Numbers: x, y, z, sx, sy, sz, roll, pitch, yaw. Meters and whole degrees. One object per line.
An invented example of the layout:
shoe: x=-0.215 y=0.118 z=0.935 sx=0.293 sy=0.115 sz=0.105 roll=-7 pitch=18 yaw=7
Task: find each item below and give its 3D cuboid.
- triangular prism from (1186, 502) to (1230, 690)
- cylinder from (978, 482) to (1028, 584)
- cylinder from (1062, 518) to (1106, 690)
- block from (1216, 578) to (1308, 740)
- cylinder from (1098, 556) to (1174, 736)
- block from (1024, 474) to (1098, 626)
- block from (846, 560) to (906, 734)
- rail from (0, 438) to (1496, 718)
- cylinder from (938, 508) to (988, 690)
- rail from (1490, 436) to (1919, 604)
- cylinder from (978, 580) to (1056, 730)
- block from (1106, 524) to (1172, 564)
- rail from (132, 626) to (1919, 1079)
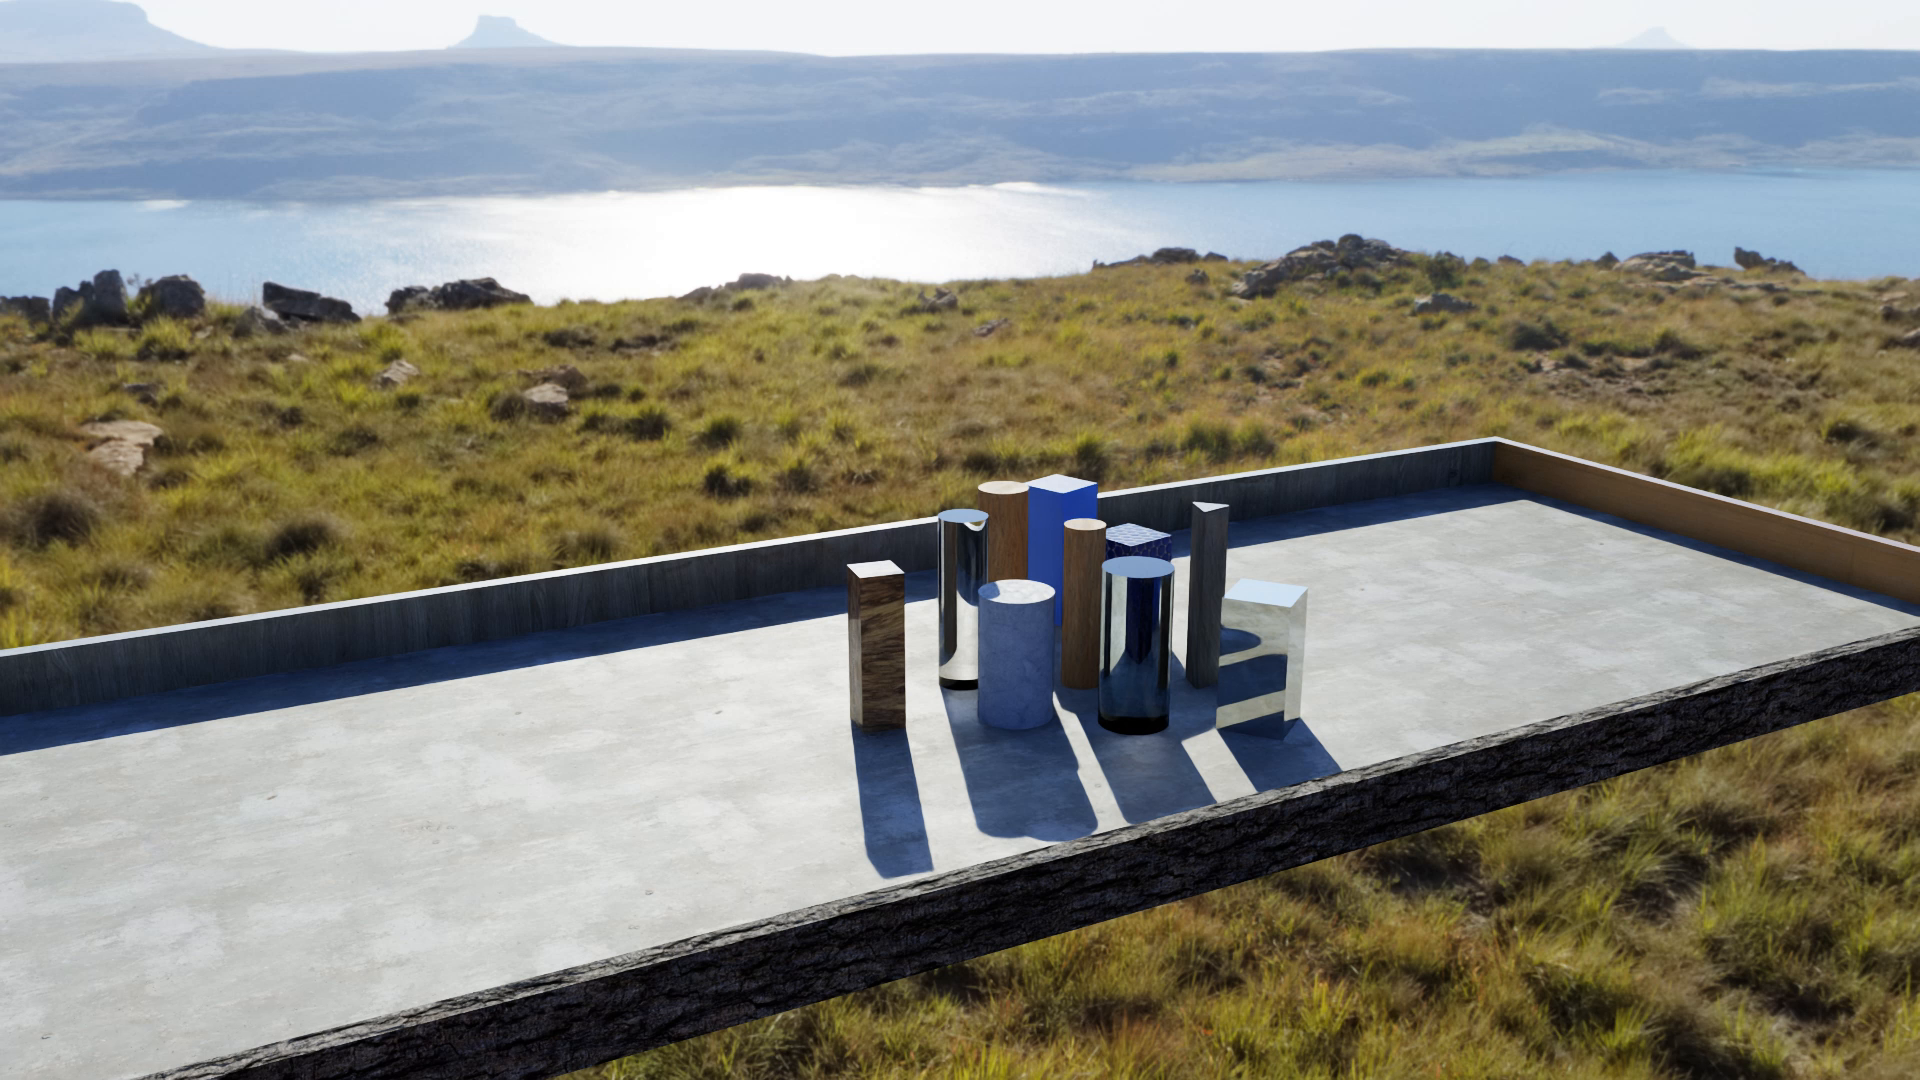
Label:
triangular prism: x=0.597 y=0.135 z=4.085 sx=0.089 sy=0.458 sz=0.077 roll=-14 pitch=21 yaw=-38
cylinder: x=0.113 y=0.069 z=4.358 sx=0.132 sy=0.430 sz=0.132 roll=0 pitch=16 yaw=0
cylinder: x=0.305 y=0.159 z=4.083 sx=0.103 sy=0.412 sz=0.103 roll=0 pitch=16 yaw=0
block: x=0.703 y=0.276 z=3.842 sx=0.159 sy=0.324 sz=0.159 roll=8 pitch=18 yaw=24
cylinder: x=0.409 y=0.245 z=3.843 sx=0.168 sy=0.382 sz=0.168 roll=0 pitch=16 yaw=0
block: x=0.274 y=0.026 z=4.593 sx=0.150 sy=0.379 sz=0.150 roll=15 pitch=22 yaw=41
block: x=-0.194 y=0.249 z=3.835 sx=0.105 sy=0.380 sz=0.105 roll=-6 pitch=17 yaw=-19
rail: x=-3.305 y=0.497 z=3.399 sx=12.000 sy=0.150 sz=0.050 roll=-9 pitch=18 yaw=-27
cylinder: x=0.008 y=0.148 z=4.082 sx=0.124 sy=0.433 sz=0.124 roll=0 pitch=16 yaw=0
rail: x=2.466 y=-0.048 z=5.253 sx=0.050 sy=0.150 sz=2.100 roll=-9 pitch=18 yaw=-27
cylinder: x=0.132 y=0.268 z=3.893 sx=0.180 sy=0.310 sz=0.180 roll=0 pitch=16 yaw=0
block: x=0.447 y=0.130 z=4.376 sx=0.155 sy=0.302 sz=0.155 roll=-14 pitch=21 yaw=-39
rail: x=-2.336 y=1.006 z=1.665 sx=12.000 sy=0.150 sz=0.050 roll=-9 pitch=18 yaw=-27
